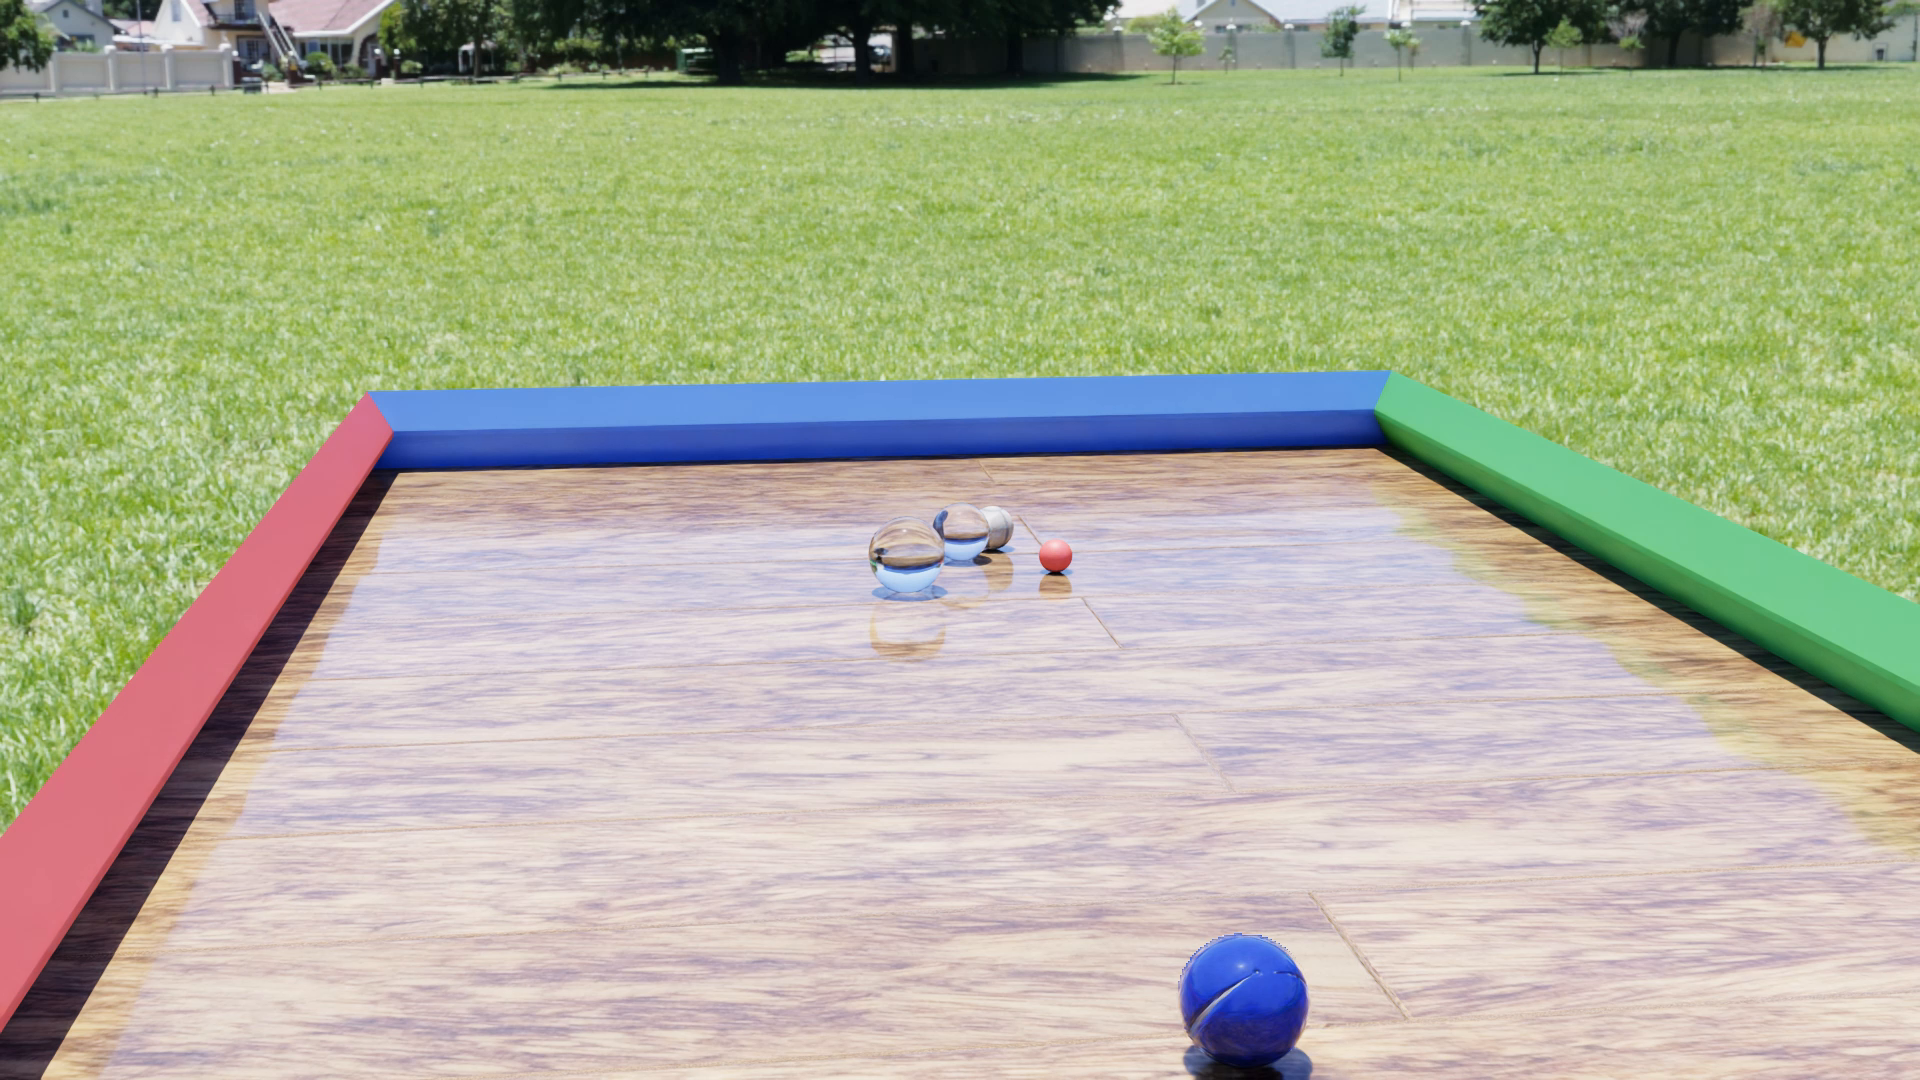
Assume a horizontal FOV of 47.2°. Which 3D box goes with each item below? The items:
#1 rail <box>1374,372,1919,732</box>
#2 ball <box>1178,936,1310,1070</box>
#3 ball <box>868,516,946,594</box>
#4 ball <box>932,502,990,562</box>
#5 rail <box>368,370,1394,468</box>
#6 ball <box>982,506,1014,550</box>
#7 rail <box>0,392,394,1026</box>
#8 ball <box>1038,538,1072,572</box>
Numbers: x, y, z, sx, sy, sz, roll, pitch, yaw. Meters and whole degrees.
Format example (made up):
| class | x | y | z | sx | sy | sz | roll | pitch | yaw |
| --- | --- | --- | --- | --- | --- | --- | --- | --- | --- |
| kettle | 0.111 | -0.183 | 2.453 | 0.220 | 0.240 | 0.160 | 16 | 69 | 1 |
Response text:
| class | x | y | z | sx | sy | sz | roll | pitch | yaw |
| --- | --- | --- | --- | --- | --- | --- | --- | --- | --- |
| rail | 0.948 | 0.124 | 2.261 | 0.045 | 0.127 | 3.253 | -2 | 13 | -8 |
| ball | 0.194 | 0.316 | 1.504 | 0.089 | 0.089 | 0.089 | 0 | 13 | 0 |
| ball | -0.068 | 0.019 | 2.797 | 0.098 | 0.098 | 0.098 | 0 | 13 | 0 |
| ball | 0.001 | -0.011 | 2.971 | 0.079 | 0.079 | 0.079 | 0 | 13 | 0 |
| rail | -0.106 | -0.201 | 3.699 | 1.739 | 0.127 | 0.045 | -2 | 13 | -8 |
| ball | 0.044 | -0.017 | 3.040 | 0.060 | 0.060 | 0.060 | 0 | 13 | 0 |
| rail | -0.729 | 0.174 | 2.039 | 0.045 | 0.127 | 3.253 | -2 | 13 | -8 |
| ball | 0.127 | 0.021 | 2.910 | 0.044 | 0.044 | 0.044 | 0 | 13 | 0 |
